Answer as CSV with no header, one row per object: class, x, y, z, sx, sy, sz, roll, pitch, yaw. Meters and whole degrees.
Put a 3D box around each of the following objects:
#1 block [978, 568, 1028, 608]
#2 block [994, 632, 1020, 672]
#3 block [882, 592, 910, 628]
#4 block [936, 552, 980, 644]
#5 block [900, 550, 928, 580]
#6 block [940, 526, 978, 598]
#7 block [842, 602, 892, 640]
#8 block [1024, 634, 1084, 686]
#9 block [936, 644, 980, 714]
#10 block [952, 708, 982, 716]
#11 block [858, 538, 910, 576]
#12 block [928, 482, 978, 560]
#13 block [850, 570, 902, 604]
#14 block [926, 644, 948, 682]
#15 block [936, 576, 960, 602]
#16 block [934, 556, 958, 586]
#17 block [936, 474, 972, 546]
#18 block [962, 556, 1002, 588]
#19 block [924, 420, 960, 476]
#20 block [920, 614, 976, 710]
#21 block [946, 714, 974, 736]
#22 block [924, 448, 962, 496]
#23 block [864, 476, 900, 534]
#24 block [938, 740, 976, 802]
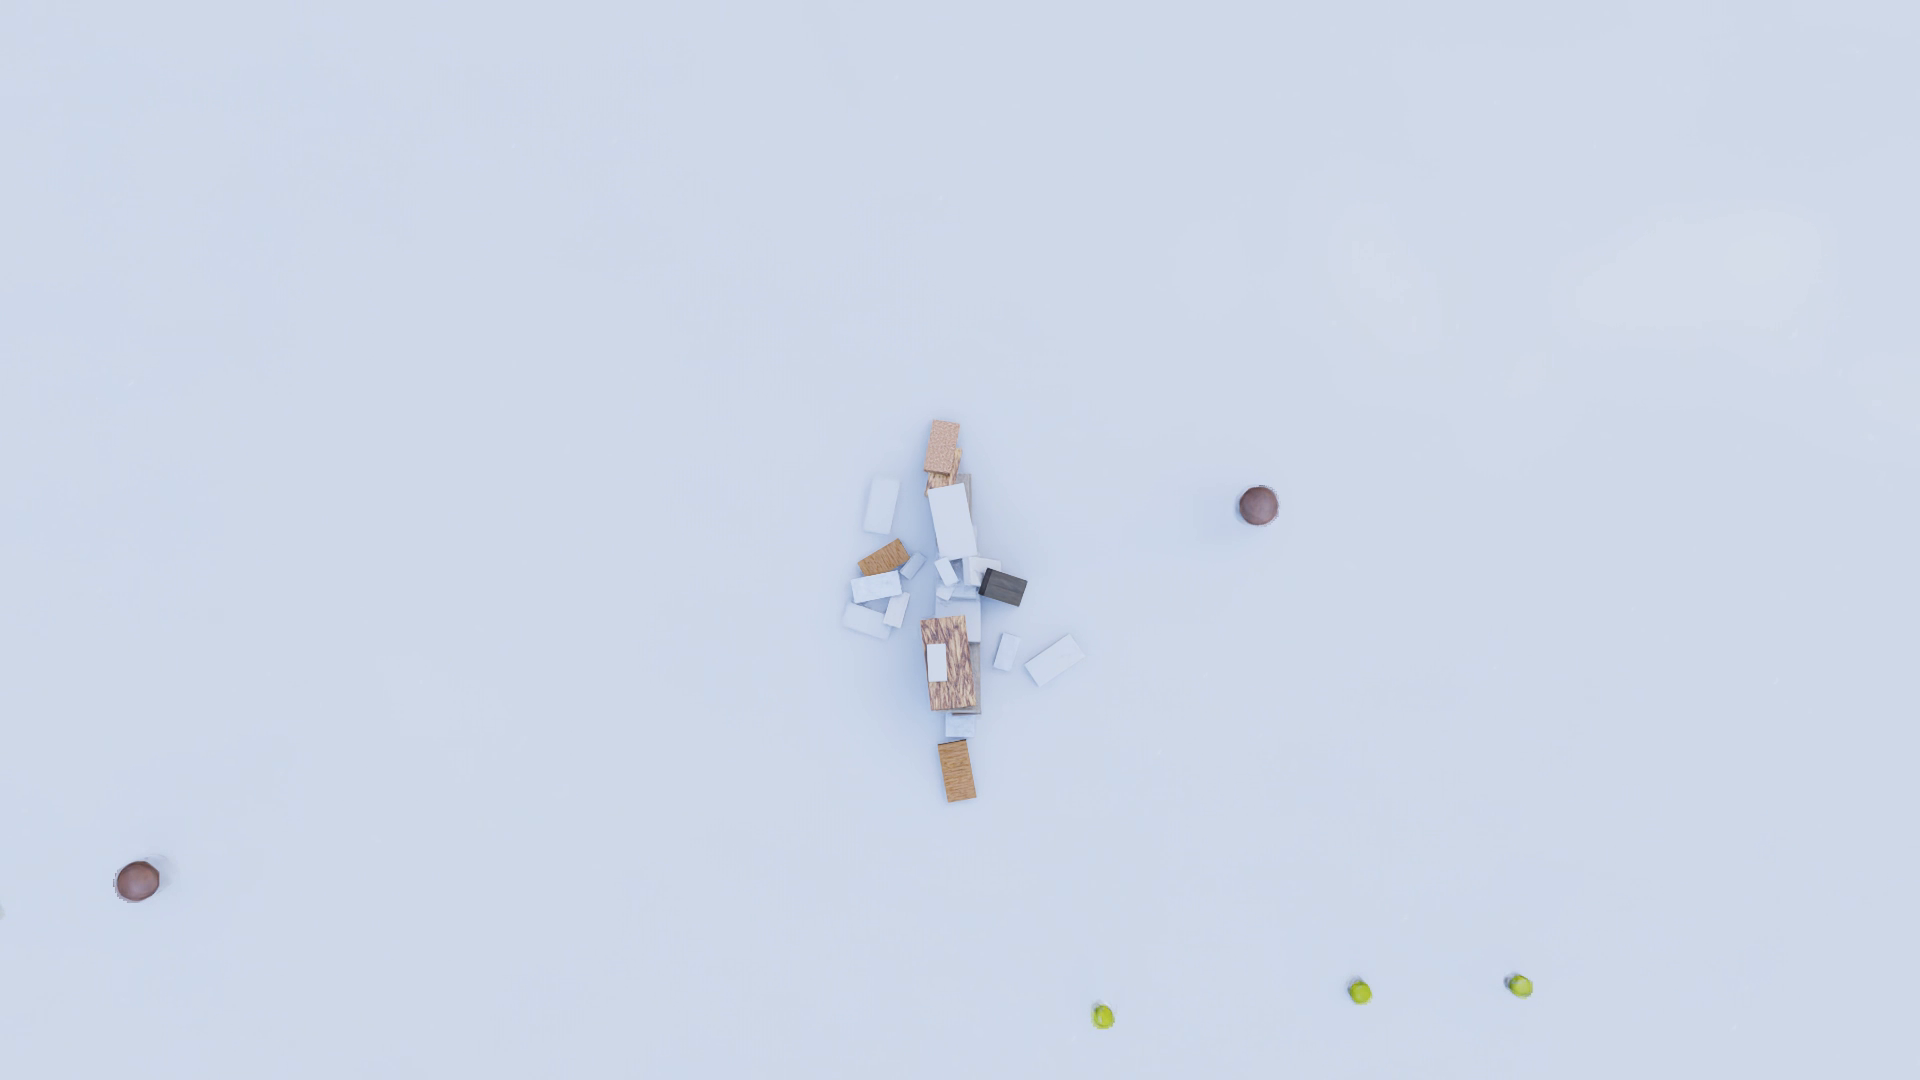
block,0.142,0.156,5.425,0.026,0.183,0.091,19,90,44
block,0.156,0.373,5.492,0.060,0.017,0.120,17,90,0
block,-0.211,0.228,5.476,0.060,0.017,0.120,16,75,0
block,-0.006,0.191,5.449,0.148,0.042,0.295,0,78,0
block,-0.156,0.084,5.483,0.045,0.013,0.091,39,90,-32
block,-0.006,0.072,5.432,0.120,0.034,0.240,1,73,0
block,-0.306,0.269,5.489,0.159,0.023,0.080,19,90,0
block,0.314,0.400,5.487,0.183,0.026,0.091,-34,90,0
block,-0.007,0.421,5.434,0.148,0.042,0.295,0,72,0
block,0.015,0.482,5.451,0.097,0.027,0.194,-4,72,-1
block,-0.253,0.069,5.489,0.159,0.023,0.080,-31,90,0
block,-0.025,-0.056,5.387,0.120,0.034,0.240,-11,85,-1
block,-0.277,0.155,5.466,0.159,0.023,0.080,-11,90,1
block,-0.074,0.397,5.338,0.060,0.017,0.120,-3,83,0
block,-0.038,0.151,5.384,0.045,0.013,0.091,27,75,8
block,-0.045,0.101,5.360,0.045,0.013,0.091,-25,104,3
block,-0.021,-0.101,5.449,0.120,0.034,0.240,0,73,0
block,0.075,0.108,5.411,0.026,0.183,0.091,-11,78,34
block,-0.060,-0.306,5.456,0.090,0.026,0.180,10,71,3
block,-0.039,0.400,5.368,0.148,0.042,0.295,-7,83,-1
block,0.001,0.556,5.486,0.097,0.027,0.194,0,90,0
block,-0.054,-0.222,5.454,0.090,0.026,0.180,11,71,4
block,-0.260,-0.114,5.487,0.090,0.025,0.180,11,90,0
block,-0.010,0.768,5.486,0.097,0.027,0.194,-10,90,0
